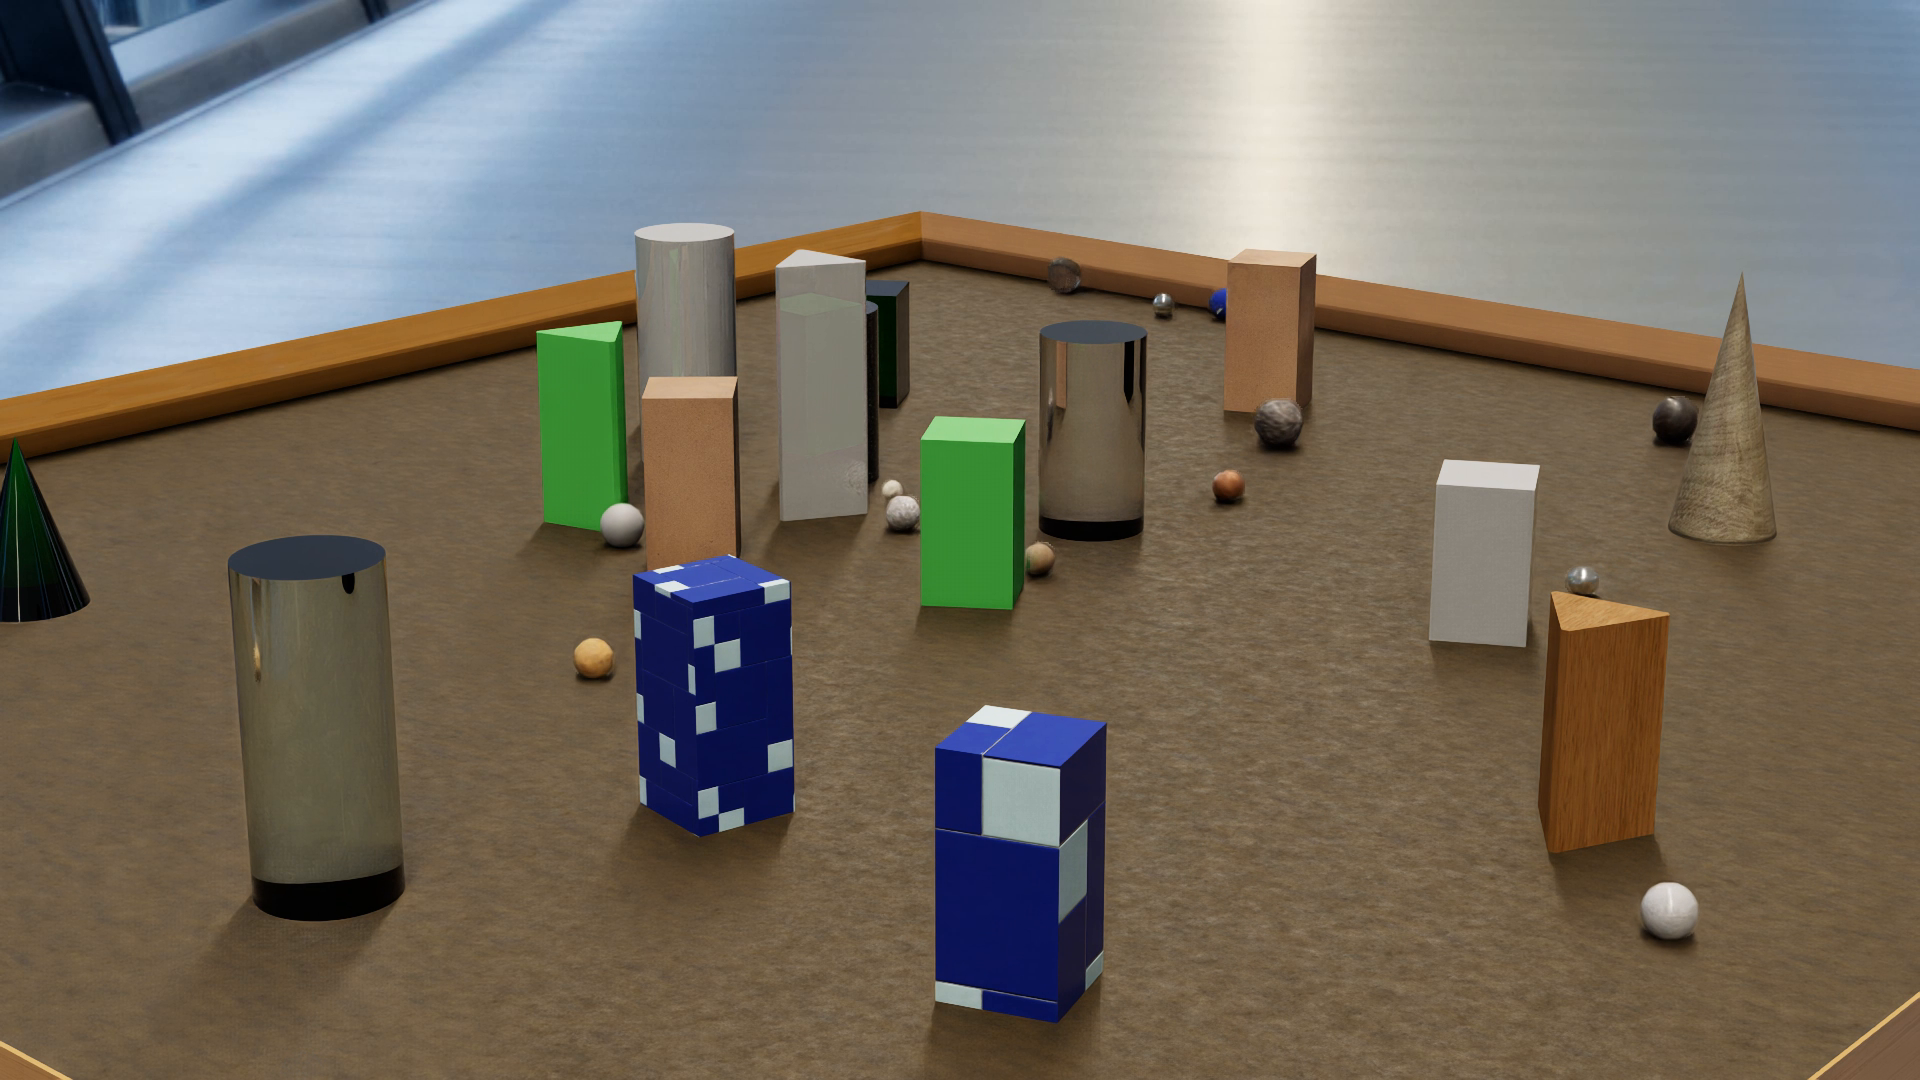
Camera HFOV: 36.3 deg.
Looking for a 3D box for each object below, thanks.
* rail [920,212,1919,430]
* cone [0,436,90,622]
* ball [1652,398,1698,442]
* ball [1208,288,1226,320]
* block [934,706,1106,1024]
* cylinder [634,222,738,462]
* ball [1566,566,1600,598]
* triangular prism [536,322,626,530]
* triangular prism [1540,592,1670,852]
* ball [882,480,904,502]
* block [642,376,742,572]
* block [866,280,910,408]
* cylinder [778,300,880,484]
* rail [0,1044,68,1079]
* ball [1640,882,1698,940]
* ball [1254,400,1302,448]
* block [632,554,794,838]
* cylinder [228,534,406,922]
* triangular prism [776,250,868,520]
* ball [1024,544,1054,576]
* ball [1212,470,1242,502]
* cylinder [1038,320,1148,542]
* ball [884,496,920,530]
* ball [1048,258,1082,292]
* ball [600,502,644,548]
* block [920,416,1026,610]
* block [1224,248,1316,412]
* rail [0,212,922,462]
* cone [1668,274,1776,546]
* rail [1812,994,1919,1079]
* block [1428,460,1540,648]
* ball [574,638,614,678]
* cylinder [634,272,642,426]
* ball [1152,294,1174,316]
[{"bbox_3d":[1.423,-0.440,6.689,4.096,0.130,0.045,14,22,39],"label":"rail"},{"bbox_3d":[-1.612,-0.034,5.043,0.199,0.302,0.199,0,17,0],"label":"cone"},{"bbox_3d":[1.492,-0.250,6.122,0.094,0.094,0.094,0,17,0],"label":"ball"},{"bbox_3d":[0.655,-0.585,7.262,0.078,0.078,0.078,0,17,0],"label":"ball"},{"bbox_3d":[0.074,0.393,3.578,0.160,0.330,0.160,7,18,22],"label":"block"},{"bbox_3d":[-0.553,-0.393,5.947,0.199,0.469,0.199,0,17,0],"label":"cylinder"},{"bbox_3d":[1.088,0.072,5.119,0.055,0.055,0.055,0,17,0],"label":"ball"},{"bbox_3d":[-0.679,-0.219,5.545,0.173,0.368,0.150,9,19,27],"label":"triangular prism"},{"bbox_3d":[0.861,0.245,4.083,0.173,0.321,0.150,-7,18,-23],"label":"triangular prism"},{"bbox_3d":[-0.131,-0.094,5.697,0.041,0.041,0.041,0,17,0],"label":"ball"},{"bbox_3d":[-0.481,-0.117,5.282,0.160,0.325,0.160,0,17,-1],"label":"block"},{"bbox_3d":[-0.204,-0.433,6.460,0.160,0.251,0.160,3,17,9],"label":"block"},{"bbox_3d":[-0.261,-0.294,5.834,0.199,0.345,0.199,0,17,0],"label":"cylinder"},{"bbox_3d":[-1.423,0.505,3.550,4.096,0.130,0.045,14,22,39],"label":"rail"},{"bbox_3d":[0.909,0.474,3.754,0.073,0.073,0.073,0,17,0],"label":"ball"},{"bbox_3d":[0.662,-0.242,6.086,0.100,0.100,0.100,0,17,0],"label":"ball"},{"bbox_3d":[-0.347,0.217,4.139,0.160,0.343,0.160,-12,21,-35],"label":"block"},{"bbox_3d":[-0.840,0.244,3.838,0.199,0.465,0.199,0,17,0],"label":"cylinder"},{"bbox_3d":[-0.281,-0.299,5.599,0.173,0.490,0.150,-5,18,-17],"label":"triangular prism"},{"bbox_3d":[0.140,0.034,5.242,0.057,0.057,0.057,0,17,0],"label":"ball"},{"bbox_3d":[0.520,-0.105,5.699,0.060,0.060,0.060,0,17,0],"label":"ball"},{"bbox_3d":[0.248,-0.205,5.486,0.199,0.376,0.199,0,17,0],"label":"cylinder"},{"bbox_3d":[-0.108,-0.051,5.509,0.066,0.066,0.066,0,17,0],"label":"ball"},{"bbox_3d":[0.270,-0.684,7.574,0.088,0.088,0.088,0,17,0],"label":"ball"},{"bbox_3d":[-0.623,-0.028,5.407,0.082,0.082,0.082,0,17,0],"label":"ball"},{"bbox_3d":[0.024,-0.048,5.101,0.160,0.297,0.160,2,17,8],"label":"block"},{"bbox_3d":[0.677,-0.455,6.397,0.160,0.328,0.160,6,18,19],"label":"block"},{"bbox_3d":[-1.528,-0.350,6.390,0.045,0.130,4.388,14,22,39],"label":"rail"},{"bbox_3d":[1.434,-0.256,5.445,0.199,0.497,0.199,0,17,0],"label":"cone"},{"bbox_3d":[1.528,0.415,3.849,0.045,0.130,4.388,14,22,39],"label":"rail"},{"bbox_3d":[0.880,0.021,4.918,0.160,0.270,0.160,4,17,13],"label":"block"},{"bbox_3d":[-0.589,0.190,4.714,0.064,0.064,0.064,0,17,0],"label":"ball"},{"bbox_3d":[-0.586,-0.409,6.239,0.199,0.331,0.199,0,17,0],"label":"cylinder"},{"bbox_3d":[0.506,-0.582,7.295,0.055,0.055,0.055,0,17,0],"label":"ball"}]
